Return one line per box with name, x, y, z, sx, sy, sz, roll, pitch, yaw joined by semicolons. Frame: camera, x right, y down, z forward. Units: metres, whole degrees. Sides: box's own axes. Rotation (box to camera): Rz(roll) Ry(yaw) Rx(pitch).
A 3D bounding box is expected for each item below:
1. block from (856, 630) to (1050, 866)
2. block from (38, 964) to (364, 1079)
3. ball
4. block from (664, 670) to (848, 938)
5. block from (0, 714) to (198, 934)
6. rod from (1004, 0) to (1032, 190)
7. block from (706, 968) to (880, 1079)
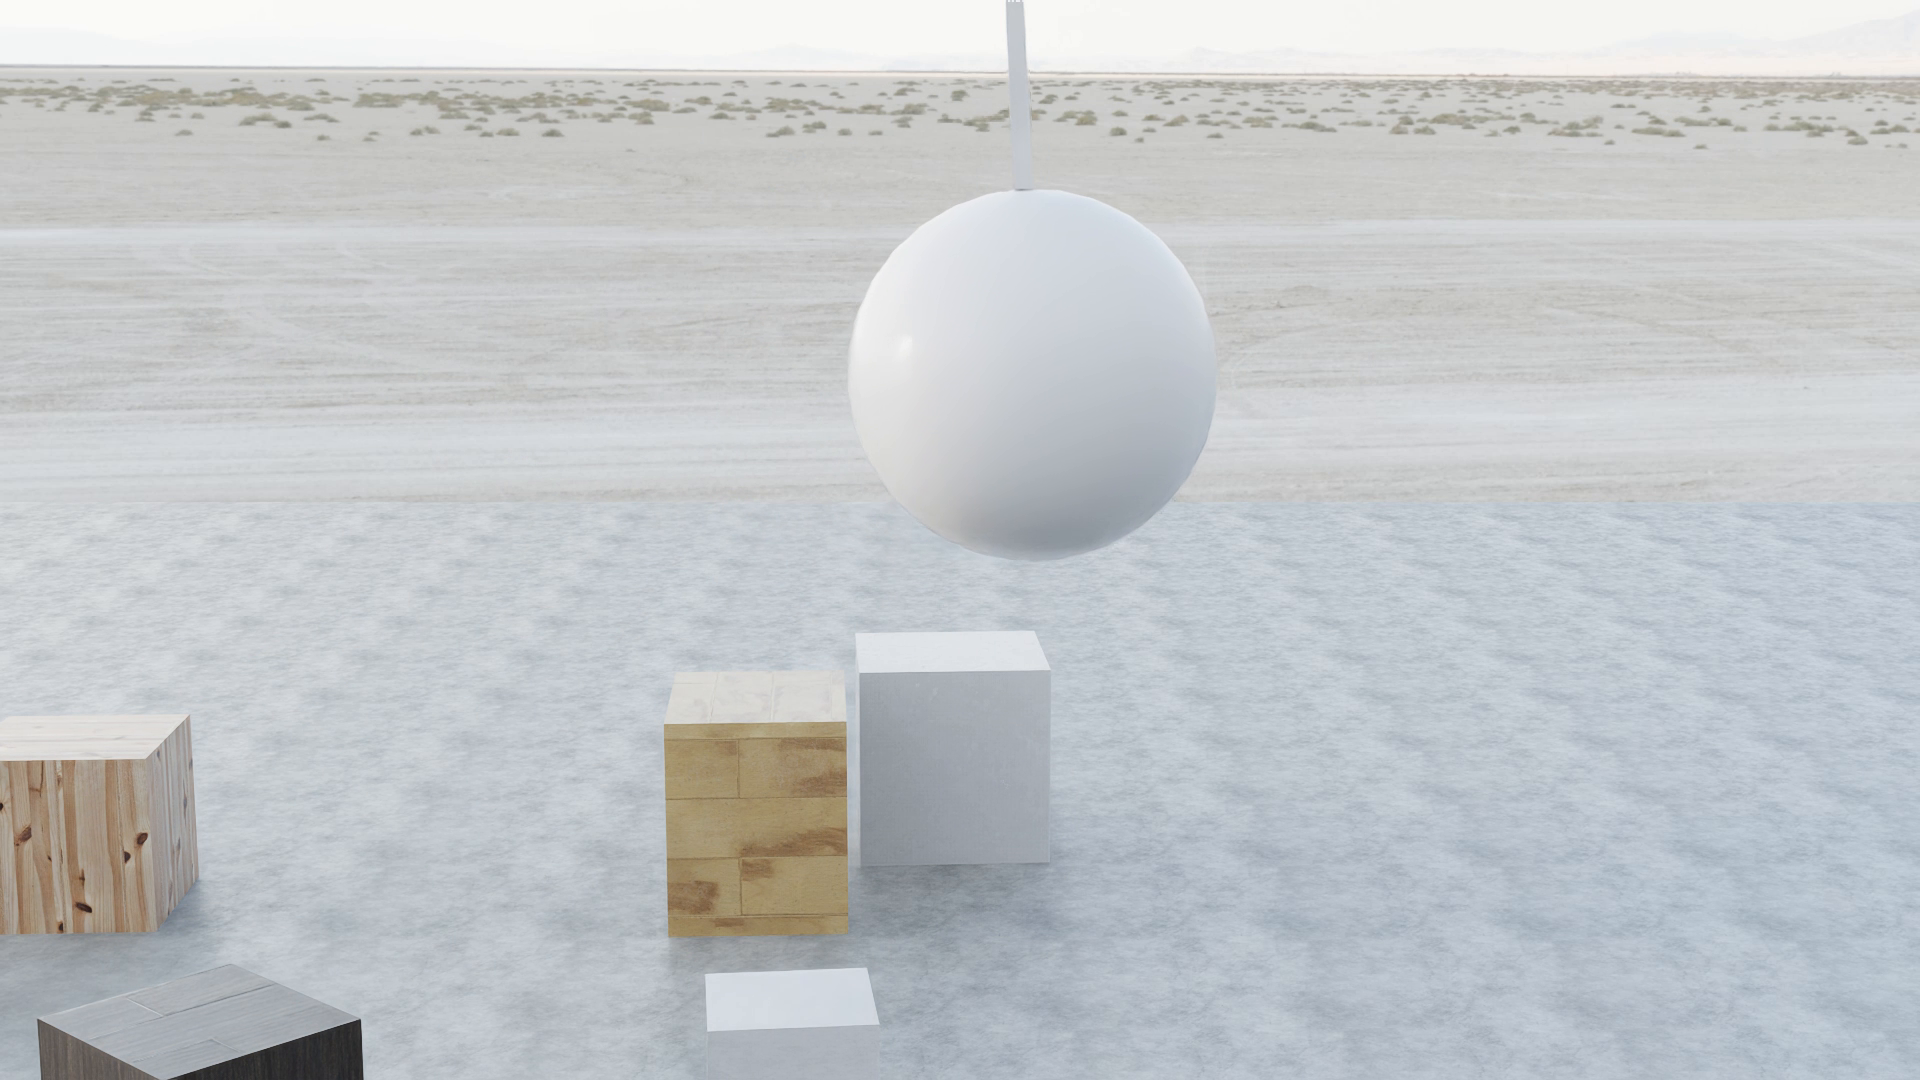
block;-0.046;0.948;11.862;0.852;0.891;0.816;-1;10;-4
block;-2.204;1.783;7.503;0.693;0.807;0.636;9;14;42
ball;0.311;-0.707;11.052;1.600;1.600;1.600;0;10;0
block;-0.857;1.106;10.956;0.741;0.905;0.916;-1;10;-3
block;-3.741;1.197;10.912;0.780;0.741;0.743;-1;10;-3
rod;0.135;-4.047;10.444;0.080;5.200;0.080;-3;10;1
block;-0.560;1.757;8.493;0.548;0.504;0.531;-1;10;-6
